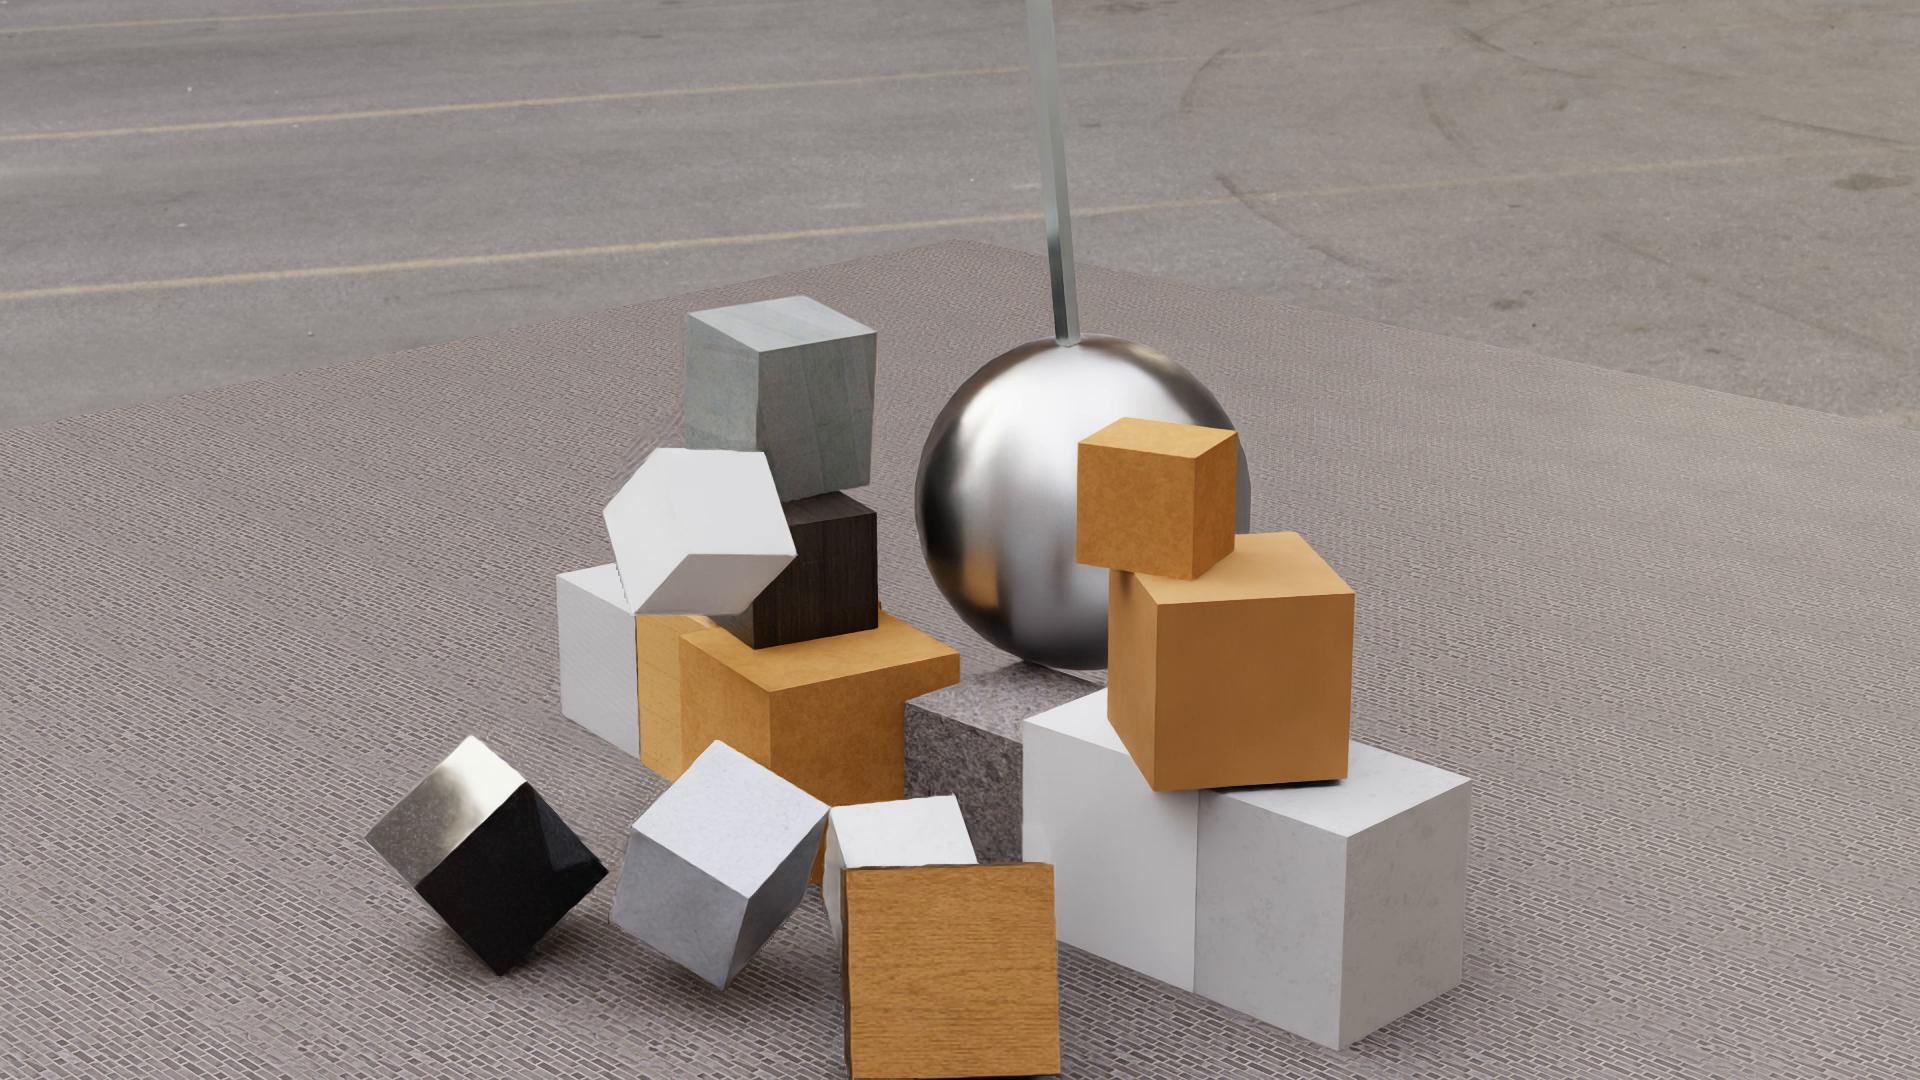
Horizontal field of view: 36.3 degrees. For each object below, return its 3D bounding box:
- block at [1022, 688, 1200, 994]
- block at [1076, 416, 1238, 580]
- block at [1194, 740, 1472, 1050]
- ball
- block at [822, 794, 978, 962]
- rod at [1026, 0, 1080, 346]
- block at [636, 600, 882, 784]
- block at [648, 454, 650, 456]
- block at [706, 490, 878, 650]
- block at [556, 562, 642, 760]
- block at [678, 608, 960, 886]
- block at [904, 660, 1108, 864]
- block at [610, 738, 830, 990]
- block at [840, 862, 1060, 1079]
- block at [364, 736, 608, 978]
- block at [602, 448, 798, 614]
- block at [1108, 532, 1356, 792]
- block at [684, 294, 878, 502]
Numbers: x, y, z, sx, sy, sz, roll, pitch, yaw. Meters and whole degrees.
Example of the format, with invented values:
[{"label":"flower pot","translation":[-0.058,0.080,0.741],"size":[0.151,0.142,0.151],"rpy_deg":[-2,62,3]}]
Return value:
[{"label":"block","translation":[0.921,1.245,12.767],"size":[0.968,0.970,0.860],"rpy_deg":[16,23,41]},{"label":"block","translation":[0.816,-0.177,12.140],"size":[0.518,0.518,0.458],"rpy_deg":[9,19,26]},{"label":"block","translation":[1.548,1.442,12.198],"size":[0.756,0.933,0.848],"rpy_deg":[16,24,42]},{"label":"ball","translation":[0.581,-0.180,13.894],"size":[1.600,1.600,1.600],"rpy_deg":[0,17,0]},{"label":"block","translation":[-0.255,1.474,12.528],"size":[0.552,0.516,0.499],"rpy_deg":[-5,40,-14]},{"label":"rod","translation":[0.252,-3.294,12.570],"size":[0.080,5.200,0.080],"rpy_deg":[17,32,42]},{"label":"block","translation":[-0.994,0.711,14.542],"size":[0.896,0.924,0.846],"rpy_deg":[-12,21,-33]},{"label":"block","translation":[-1.086,-0.087,14.457],"size":[0.650,0.650,0.652],"rpy_deg":[-12,21,-33]},{"label":"block","translation":[-0.819,0.104,13.825],"size":[0.639,0.569,0.646],"rpy_deg":[-9,20,-27]},{"label":"block","translation":[-1.545,0.578,15.220],"size":[0.771,0.771,0.808],"rpy_deg":[-12,21,-34]},{"label":"block","translation":[-0.658,0.944,13.721],"size":[0.991,0.971,0.895],"rpy_deg":[-10,20,-30]},{"label":"block","translation":[0.296,1.124,13.381],"size":[0.760,0.832,0.790],"rpy_deg":[17,24,42]},{"label":"block","translation":[-1.003,1.352,12.243],"size":[0.572,0.608,0.635],"rpy_deg":[30,43,13]},{"label":"block","translation":[-0.054,1.652,11.349],"size":[0.777,0.777,0.838],"rpy_deg":[-1,-6,-4]},{"label":"block","translation":[-2.036,1.352,12.591],"size":[0.638,0.614,0.610],"rpy_deg":[-44,33,-13]},{"label":"block","translation":[-1.166,-0.032,13.109],"size":[0.565,0.539,0.532],"rpy_deg":[1,-32,-37]},{"label":"block","translation":[1.111,0.491,12.213],"size":[0.816,0.801,0.843],"rpy_deg":[-3,18,-10]},{"label":"block","translation":[-0.862,-0.669,13.949],"size":[0.658,0.769,0.633],"rpy_deg":[-12,27,-34]}]
